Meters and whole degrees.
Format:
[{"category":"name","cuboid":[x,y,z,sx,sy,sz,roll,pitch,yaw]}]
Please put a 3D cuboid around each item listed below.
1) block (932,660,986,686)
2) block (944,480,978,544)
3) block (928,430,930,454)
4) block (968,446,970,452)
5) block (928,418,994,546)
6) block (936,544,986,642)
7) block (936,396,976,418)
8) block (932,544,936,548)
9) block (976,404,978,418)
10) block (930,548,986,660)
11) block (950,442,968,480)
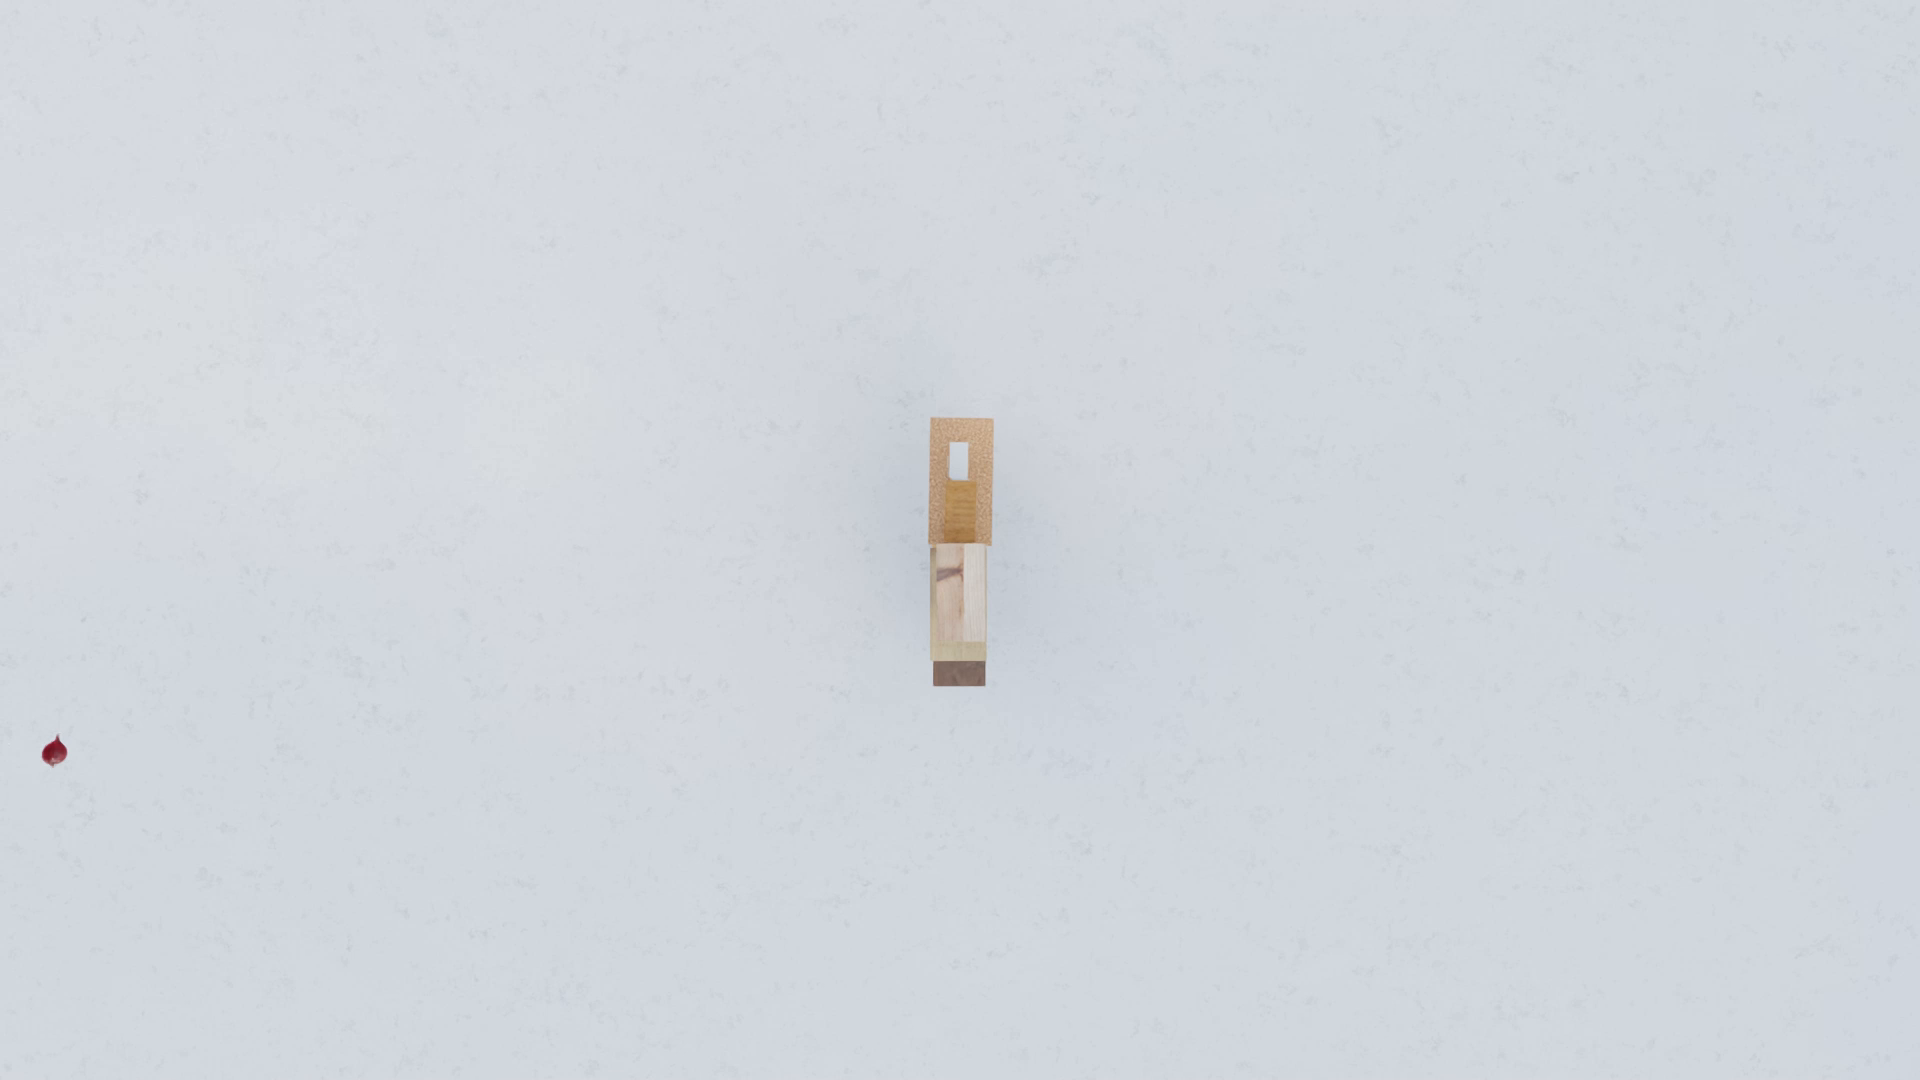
[{"category":"block","cuboid":[-0.002,0.279,4.926,0.157,0.044,0.314,0,90,0]},{"category":"block","cuboid":[0.001,-0.073,4.319,0.081,0.023,0.162,2,91,-1]},{"category":"block","cuboid":[-0.004,-0.278,4.762,0.174,0.440,0.049,-1,90,-1]},{"category":"block","cuboid":[0.000,-0.244,4.443,0.049,0.097,0.014,1,91,1]},{"category":"block","cuboid":[0.003,-0.160,4.517,0.174,0.049,0.347,1,91,1]},{"category":"block","cuboid":[0.003,0.135,4.265,0.126,0.036,0.252,0,90,0]},{"category":"block","cuboid":[-0.011,-0.321,4.999,0.117,0.033,0.233,-1,90,0]},{"category":"block","cuboid":[-0.002,-0.040,4.913,0.157,0.044,0.314,0,90,0]},{"category":"block","cuboid":[-0.001,-0.397,5.258,0.117,0.484,0.033,0,90,0]},{"category":"block","cuboid":[-0.004,0.177,4.557,0.156,0.044,0.311,0,90,0]},{"category":"block","cuboid":[-0.003,-0.211,4.387,0.049,0.014,0.097,2,91,2]}]
